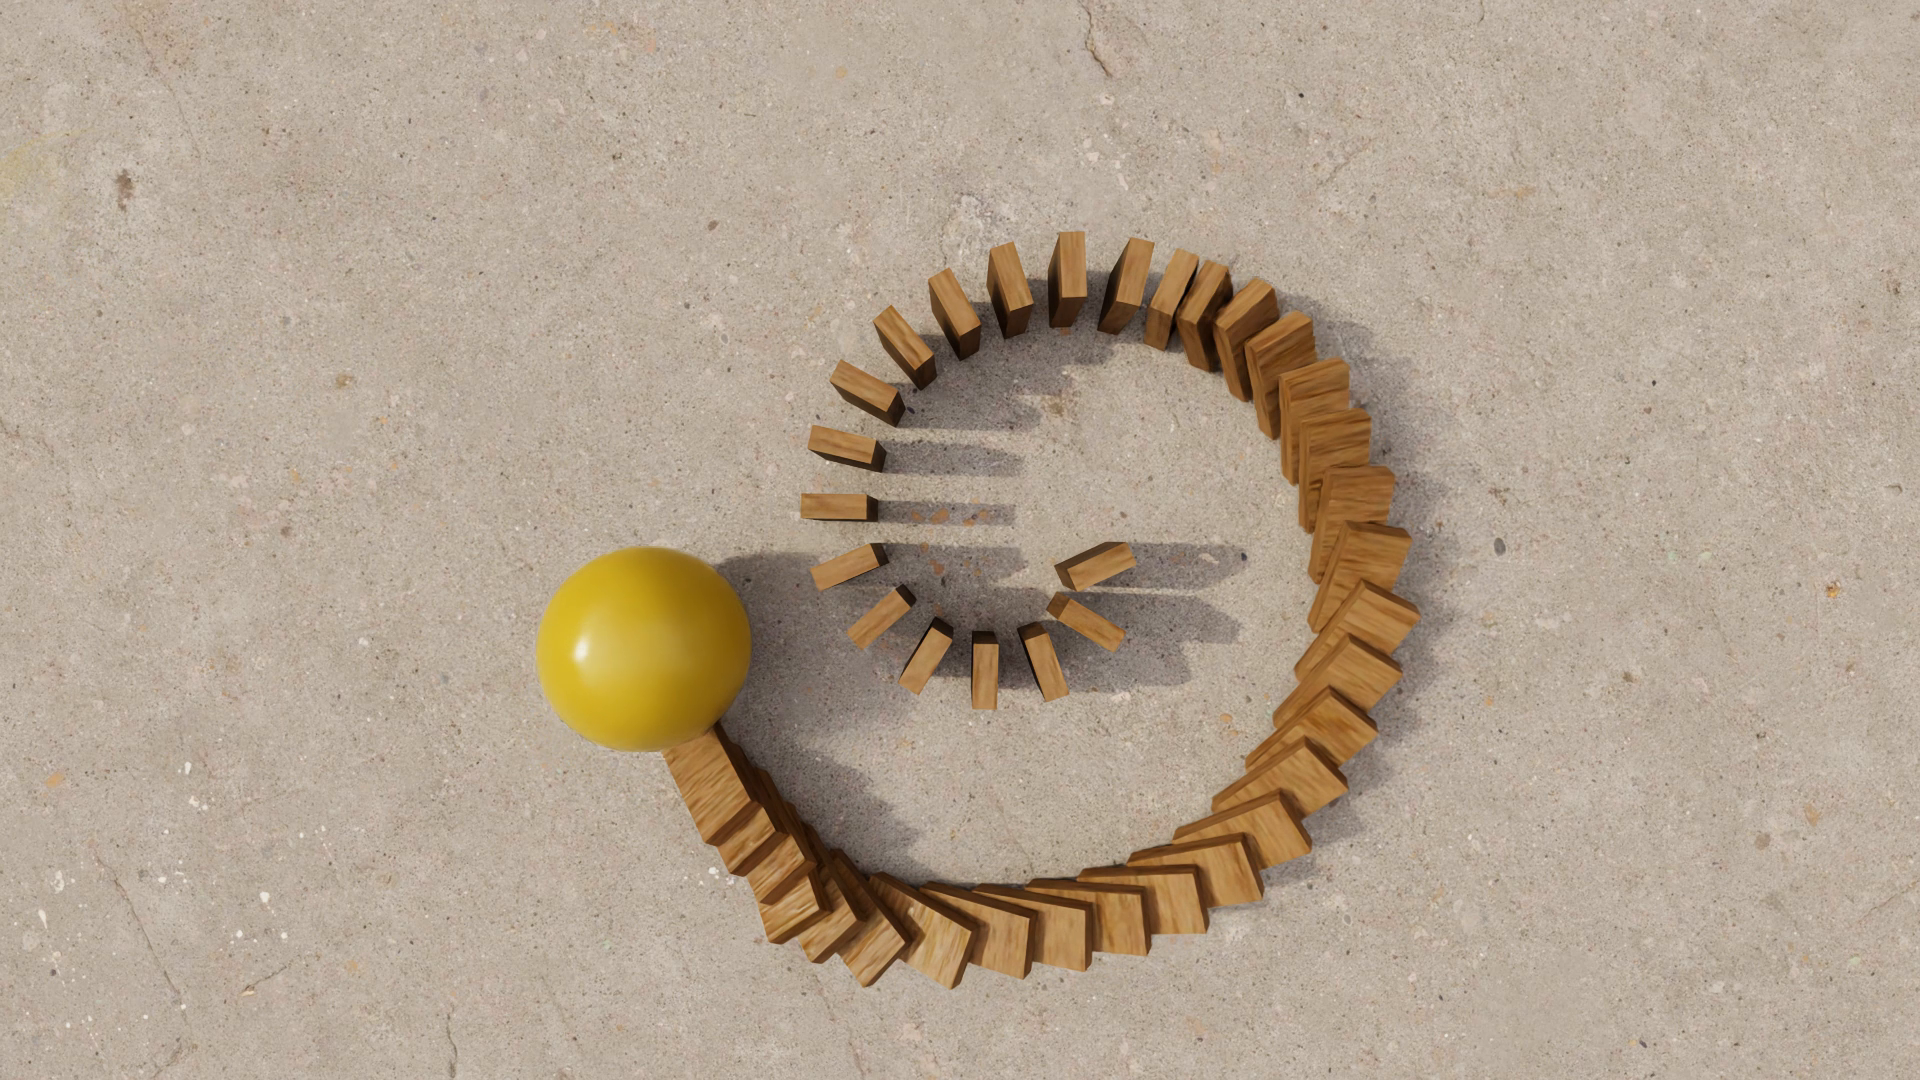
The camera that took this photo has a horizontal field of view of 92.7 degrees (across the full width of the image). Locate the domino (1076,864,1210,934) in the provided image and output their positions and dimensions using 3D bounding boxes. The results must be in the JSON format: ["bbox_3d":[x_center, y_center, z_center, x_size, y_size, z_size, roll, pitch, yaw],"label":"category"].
[{"bbox_3d":[0.077,0.151,0.385,0.050,0.009,0.025,-12,90,25],"label":"domino"}]

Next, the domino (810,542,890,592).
[{"bbox_3d":[-0.044,0.011,0.375,0.025,0.050,0.010,-23,90,0],"label":"domino"}]

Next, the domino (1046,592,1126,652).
[{"bbox_3d":[0.051,0.033,0.375,0.025,0.050,0.010,31,90,0],"label":"domino"}]

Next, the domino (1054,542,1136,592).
[{"bbox_3d":[0.054,0.010,0.375,0.025,0.050,0.009,-25,90,0],"label":"domino"}]

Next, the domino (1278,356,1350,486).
[{"bbox_3d":[0.148,-0.049,0.381,0.025,0.009,0.050,-17,127,0],"label":"domino"}]

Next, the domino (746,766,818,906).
[{"bbox_3d":[-0.082,0.122,0.381,0.025,0.010,0.050,-42,53,0],"label":"domino"}]

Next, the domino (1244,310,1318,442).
[{"bbox_3d":[0.134,-0.067,0.379,0.025,0.010,0.050,-30,134,0],"label":"domino"}]

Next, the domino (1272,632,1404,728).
[{"bbox_3d":[0.158,0.065,0.385,0.025,0.009,0.050,31,116,0],"label":"domino"}]

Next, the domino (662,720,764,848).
[{"bbox_3d":[-0.103,0.099,0.381,0.025,0.010,0.050,-43,53,0],"label":"domino"}]

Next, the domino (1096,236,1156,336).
[{"bbox_3d":[0.067,-0.103,0.375,0.010,0.050,0.025,13,90,0],"label":"domino"}]

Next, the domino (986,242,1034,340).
[{"bbox_3d":[0.020,-0.101,0.375,0.009,0.050,0.025,-18,90,0],"label":"domino"}]

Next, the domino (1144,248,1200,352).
[{"bbox_3d":[0.086,-0.097,0.375,0.009,0.050,0.025,25,90,10],"label":"domino"}]

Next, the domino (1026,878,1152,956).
[{"bbox_3d":[0.054,0.158,0.385,0.050,0.009,0.025,-6,90,25],"label":"domino"}]

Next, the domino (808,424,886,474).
[{"bbox_3d":[-0.045,-0.037,0.375,0.025,0.050,0.009,13,90,0],"label":"domino"}]

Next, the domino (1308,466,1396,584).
[{"bbox_3d":[0.163,-0.006,0.384,0.025,0.009,0.050,-3,119,0],"label":"domino"}]

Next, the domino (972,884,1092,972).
[{"bbox_3d":[0.030,0.162,0.385,0.050,0.010,0.025,0,90,25],"label":"domino"}]

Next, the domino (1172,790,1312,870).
[{"bbox_3d":[0.118,0.126,0.385,0.050,0.009,0.025,-32,90,26],"label":"domino"}]

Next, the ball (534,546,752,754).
[{"bbox_3d":[-0.123,0.043,0.360,0.080,0.080,0.080,0,90,0],"label":"ball"}]

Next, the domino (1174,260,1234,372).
[{"bbox_3d":[0.102,-0.090,0.375,0.010,0.050,0.025,30,90,24],"label":"domino"}]

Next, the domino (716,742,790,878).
[{"bbox_3d":[-0.094,0.111,0.381,0.025,0.009,0.050,-43,53,0],"label":"domino"}]

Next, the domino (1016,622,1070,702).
[{"bbox_3d":[0.033,0.049,0.375,0.010,0.050,0.025,-20,90,0],"label":"domino"}]

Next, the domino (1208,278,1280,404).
[{"bbox_3d":[0.120,-0.081,0.377,0.025,0.050,0.010,-42,53,0],"label":"domino"}]

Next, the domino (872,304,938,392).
[{"bbox_3d":[-0.022,-0.077,0.375,0.009,0.050,0.025,-41,90,0],"label":"domino"}]

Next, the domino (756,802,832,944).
[{"bbox_3d":[-0.074,0.137,0.380,0.025,0.010,0.050,-35,53,6],"label":"domino"}]

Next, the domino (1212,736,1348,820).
[{"bbox_3d":[0.134,0.107,0.385,0.025,0.010,0.050,45,115,0],"label":"domino"}]

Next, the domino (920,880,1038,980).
[{"bbox_3d":[0.006,0.163,0.385,0.050,0.010,0.025,6,90,25],"label":"domino"}]

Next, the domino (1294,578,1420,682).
[{"bbox_3d":[0.166,0.043,0.385,0.025,0.010,0.050,26,116,0],"label":"domino"}]

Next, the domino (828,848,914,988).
[{"bbox_3d":[-0.045,0.158,0.385,0.025,0.010,0.050,-47,64,0],"label":"domino"}]

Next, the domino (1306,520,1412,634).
[{"bbox_3d":[0.167,0.018,0.384,0.025,0.009,0.050,8,118,0],"label":"domino"}]

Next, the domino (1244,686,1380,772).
[{"bbox_3d":[0.147,0.087,0.385,0.025,0.009,0.050,38,115,0],"label":"domino"}]

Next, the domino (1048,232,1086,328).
[{"bbox_3d":[0.043,-0.105,0.375,0.010,0.050,0.025,-2,90,0],"label":"domino"}]

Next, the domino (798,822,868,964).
[{"bbox_3d":[-0.062,0.146,0.382,0.025,0.010,0.050,-42,54,0],"label":"domino"}]

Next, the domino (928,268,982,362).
[{"bbox_3d":[-0.002,-0.091,0.375,0.010,0.050,0.025,-29,90,0],"label":"domino"}]

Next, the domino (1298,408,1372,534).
[{"bbox_3d":[0.156,-0.028,0.383,0.025,0.010,0.050,-13,122,0],"label":"domino"}]

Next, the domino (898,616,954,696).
[{"bbox_3d":[-0.013,0.046,0.375,0.009,0.050,0.025,32,90,0],"label":"domino"}]

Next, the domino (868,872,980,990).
[{"bbox_3d":[-0.019,0.163,0.385,0.050,0.009,0.025,19,90,26],"label":"domino"}]

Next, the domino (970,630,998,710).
[{"bbox_3d":[0.010,0.052,0.375,0.009,0.050,0.025,1,90,0],"label":"domino"}]

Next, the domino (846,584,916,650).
[{"bbox_3d":[-0.031,0.031,0.375,0.025,0.050,0.010,-41,90,0],"label":"domino"}]

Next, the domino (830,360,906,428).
[{"bbox_3d":[-0.037,-0.059,0.375,0.025,0.050,0.010,28,90,0],"label":"domino"}]

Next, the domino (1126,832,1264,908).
[{"bbox_3d":[0.099,0.141,0.385,0.050,0.010,0.025,-21,90,25],"label":"domino"}]

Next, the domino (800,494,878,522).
[{"bbox_3d":[-0.048,-0.013,0.375,0.025,0.050,0.009,1,90,0],"label":"domino"}]
